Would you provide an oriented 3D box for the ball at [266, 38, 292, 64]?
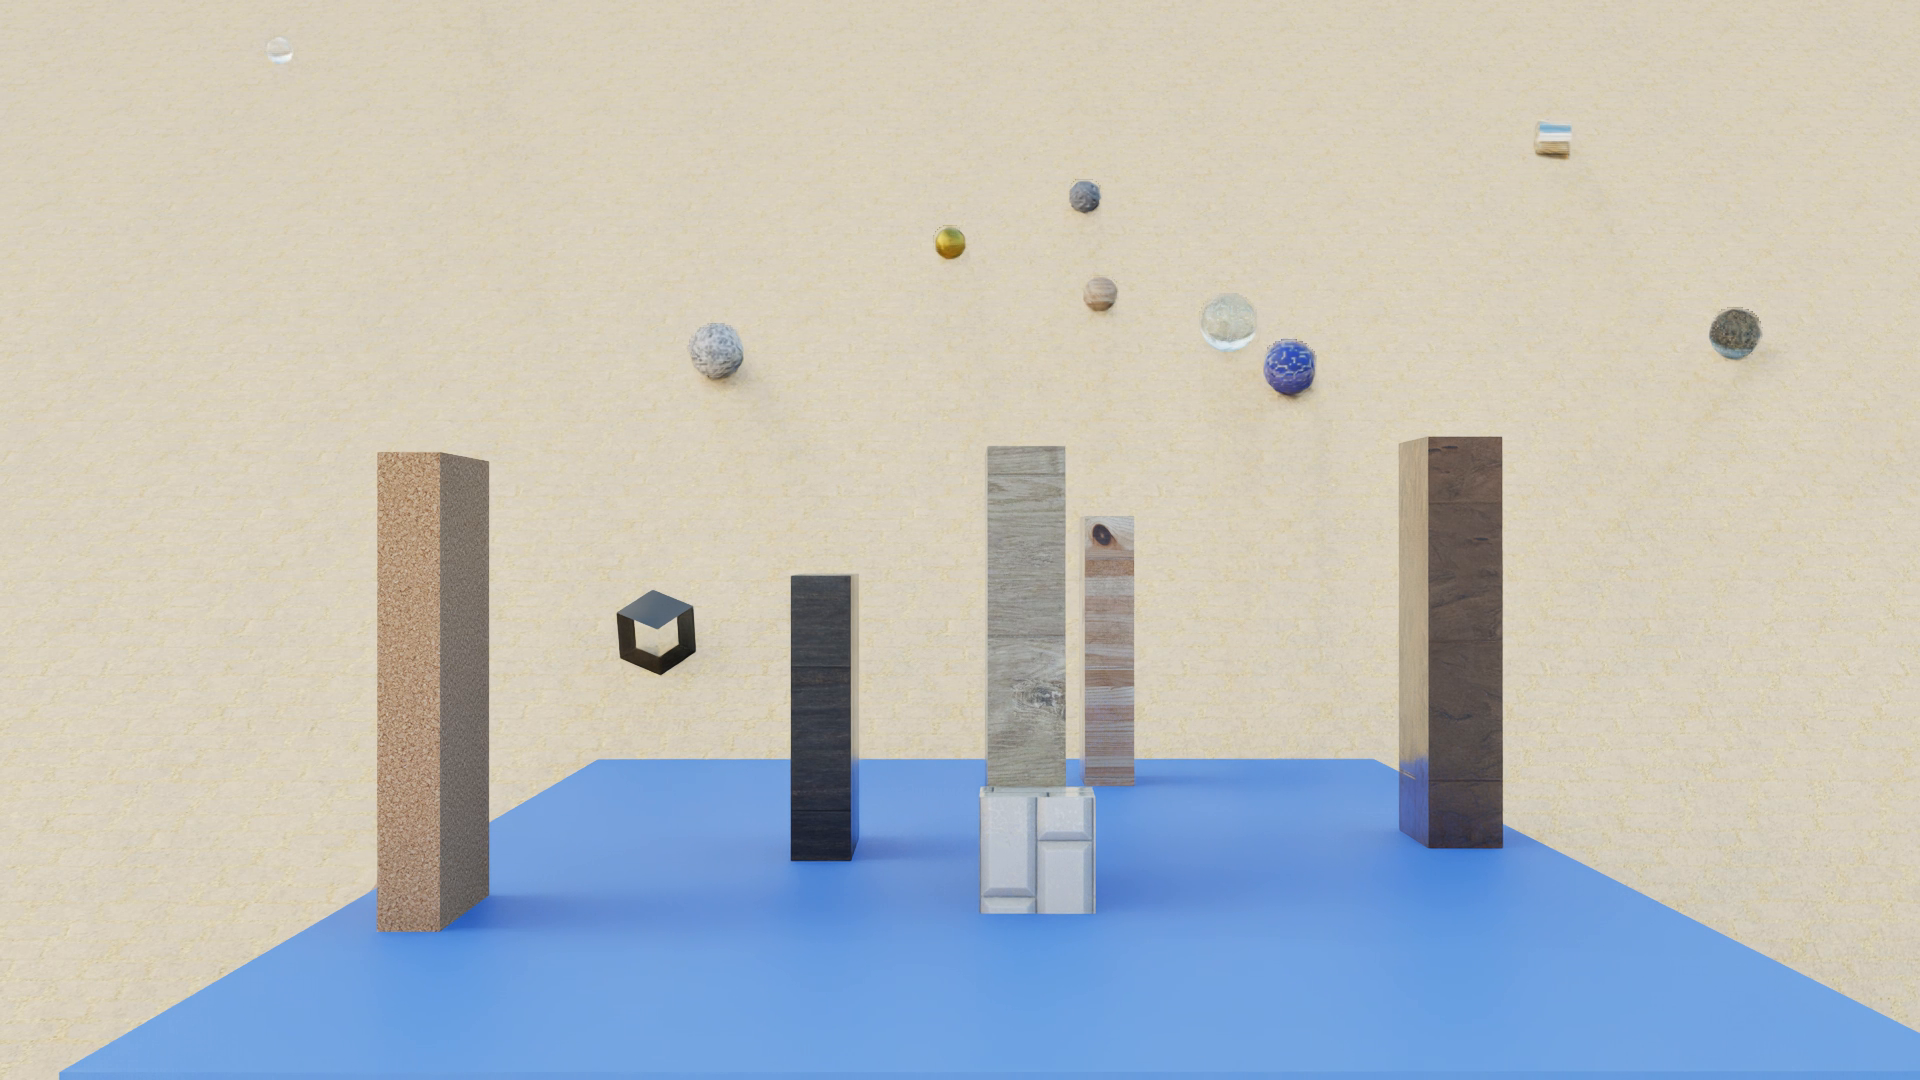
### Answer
[{"bbox_3d":[-2.970,-2.136,11.301,0.113,0.113,0.113,0,31,0],"label":"ball"}]

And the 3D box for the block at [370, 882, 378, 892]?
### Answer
[{"bbox_3d":[-1.354,0.899,6.165,0.113,0.113,0.113,9,32,15],"label":"block"}]

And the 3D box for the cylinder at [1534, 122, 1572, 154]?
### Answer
[{"bbox_3d":[2.380,-1.613,10.397,0.127,0.127,0.127,2,31,3],"label":"cylinder"}]

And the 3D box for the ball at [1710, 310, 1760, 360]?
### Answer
[{"bbox_3d":[2.640,-0.701,8.818,0.169,0.169,0.169,0,31,0],"label":"ball"}]

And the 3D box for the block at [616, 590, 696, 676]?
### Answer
[{"bbox_3d":[-0.846,0.257,7.214,0.151,0.151,0.151,20,36,30],"label":"block"}]

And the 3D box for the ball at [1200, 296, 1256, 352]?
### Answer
[{"bbox_3d":[0.920,-0.741,8.862,0.193,0.193,0.193,0,31,0],"label":"ball"}]

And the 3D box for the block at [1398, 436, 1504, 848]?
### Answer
[{"bbox_3d":[0.912,0.185,4.826,0.135,0.743,0.312,0,0,0],"label":"block"}]

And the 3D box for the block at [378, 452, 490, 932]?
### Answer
[{"bbox_3d":[-0.780,0.215,3.852,0.089,0.678,0.385,0,0,0],"label":"block"}]

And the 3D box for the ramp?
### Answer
[{"bbox_3d":[0.068,0.607,4.673,2.000,0.100,4.000,0,0,0],"label":"ramp"}]

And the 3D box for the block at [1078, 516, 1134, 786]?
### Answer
[{"bbox_3d":[0.341,0.254,6.043,0.113,0.616,0.278,0,0,0],"label":"block"}]

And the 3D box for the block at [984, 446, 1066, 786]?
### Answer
[{"bbox_3d":[0.103,0.205,4.202,0.121,0.700,0.381,0,0,0],"label":"block"}]

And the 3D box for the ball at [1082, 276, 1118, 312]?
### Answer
[{"bbox_3d":[0.495,-0.869,9.148,0.123,0.123,0.123,0,31,0],"label":"ball"}]

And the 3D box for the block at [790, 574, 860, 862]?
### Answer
[{"bbox_3d":[-0.241,0.309,4.665,0.105,0.495,0.364,0,0,0],"label":"block"}]

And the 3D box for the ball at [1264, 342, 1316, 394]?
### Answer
[{"bbox_3d":[1.094,-0.570,8.591,0.175,0.175,0.175,0,31,0],"label":"ball"}]

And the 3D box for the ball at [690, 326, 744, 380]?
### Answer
[{"bbox_3d":[-0.816,-0.630,8.687,0.180,0.180,0.180,0,31,0],"label":"ball"}]

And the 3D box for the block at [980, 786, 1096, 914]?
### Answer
[{"bbox_3d":[0.116,0.468,3.923,0.172,0.172,0.172,0,0,1],"label":"block"}]

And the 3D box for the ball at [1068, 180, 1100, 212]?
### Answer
[{"bbox_3d":[0.477,-1.313,9.900,0.122,0.122,0.122,0,31,0],"label":"ball"}]

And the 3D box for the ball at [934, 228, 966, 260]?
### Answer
[{"bbox_3d":[-0.035,-1.092,9.531,0.116,0.116,0.116,0,31,0],"label":"ball"}]
